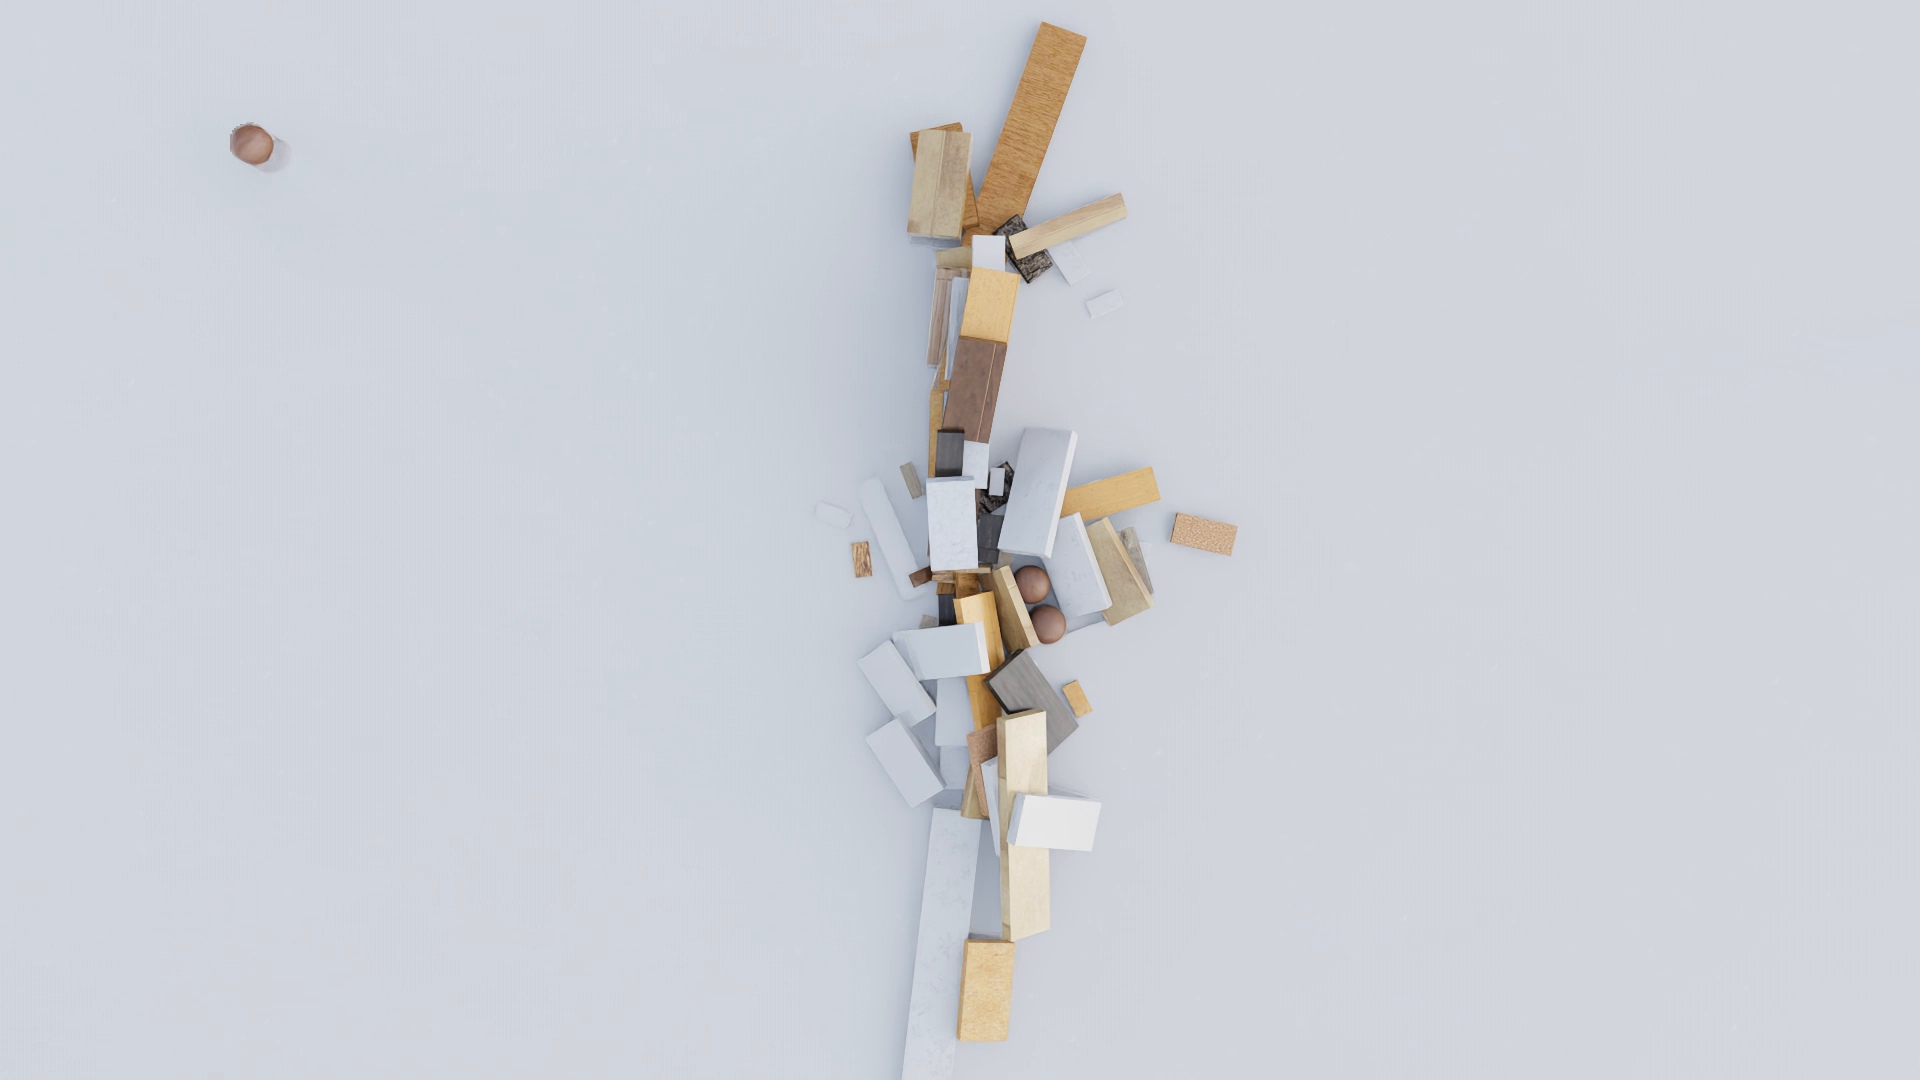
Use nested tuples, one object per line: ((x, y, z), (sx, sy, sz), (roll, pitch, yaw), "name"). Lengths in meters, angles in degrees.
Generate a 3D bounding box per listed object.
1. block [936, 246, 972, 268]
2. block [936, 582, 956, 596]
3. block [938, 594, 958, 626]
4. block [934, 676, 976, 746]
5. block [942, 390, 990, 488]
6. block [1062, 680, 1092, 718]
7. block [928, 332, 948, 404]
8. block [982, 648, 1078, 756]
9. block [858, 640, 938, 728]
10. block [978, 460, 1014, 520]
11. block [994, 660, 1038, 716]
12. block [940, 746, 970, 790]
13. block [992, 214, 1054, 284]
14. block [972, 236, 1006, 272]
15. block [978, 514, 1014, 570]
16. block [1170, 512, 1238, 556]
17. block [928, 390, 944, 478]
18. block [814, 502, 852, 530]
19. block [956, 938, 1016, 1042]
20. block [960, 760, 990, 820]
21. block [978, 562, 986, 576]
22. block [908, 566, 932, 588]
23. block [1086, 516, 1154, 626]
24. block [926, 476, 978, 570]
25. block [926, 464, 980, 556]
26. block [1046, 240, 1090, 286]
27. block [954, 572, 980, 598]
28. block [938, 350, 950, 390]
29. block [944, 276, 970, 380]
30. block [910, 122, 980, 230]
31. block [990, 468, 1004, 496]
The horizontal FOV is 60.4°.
((0.020, -0.802, 5.422), (0.160, 0.045, 0.320), (-8, 111, 0), "block")
((-0.030, 0.168, 5.493), (0.094, 0.013, 0.047), (10, 90, 0), "block")
((-0.031, 0.258, 5.481), (0.079, 0.022, 0.158), (-1, 95, 1), "block")
((-0.010, 0.546, 5.445), (0.132, 0.037, 0.265), (3, 86, 0), "block")
((0.017, -0.325, 5.338), (0.154, 0.044, 0.309), (2, 102, -4), "block")
((0.391, 0.530, 5.492), (0.058, 0.016, 0.115), (-27, 90, 0), "block")
((0.017, -0.584, 5.407), (0.163, 0.046, 0.327), (14, 111, -9), "block")
((0.234, 0.537, 5.411), (0.165, 0.047, 0.329), (-40, 106, -18), "block")
((-0.208, 0.481, 5.444), (0.139, 0.039, 0.278), (-35, 90, 35), "block")
((0.090, -0.151, 5.484), (0.232, 0.033, 0.116), (-33, 90, 0), "block")
((0.205, 0.546, 5.445), (0.138, 0.039, 0.275), (-10, 94, -24), "block")
((0.001, 0.693, 5.481), (0.132, 0.037, 0.265), (1, 90, 0), "block")
((0.208, -0.962, 5.452), (0.103, 0.029, 0.205), (-39, 105, -9), "block")
((0.090, -0.868, 5.271), (0.103, 0.029, 0.205), (0, 90, -9), "block")
((0.117, 0.008, 5.456), (0.086, 0.024, 0.173), (-13, 93, 3), "block")
((0.811, -0.019, 5.486), (0.204, 0.029, 0.102), (13, 90, 0), "block")
((-0.023, -0.338, 5.406), (0.154, 0.044, 0.309), (1, 112, -3), "block")
((-0.424, -0.081, 5.492), (0.115, 0.016, 0.058), (21, 90, 0), "block")
((0.085, 1.488, 5.453), (0.163, 0.046, 0.327), (5, 91, -17), "block")
((0.086, 0.786, 5.430), (0.132, 0.037, 0.265), (13, 85, -39), "block")
((0.059, 0.069, 5.493), (0.047, 0.013, 0.094), (-20, 90, 0), "block")
((-0.121, 0.120, 5.471), (0.095, 0.013, 0.047), (-23, 90, -29), "block")
((0.487, 0.105, 5.418), (0.163, 0.046, 0.327), (-28, 92, 30), "block")
((-0.025, -0.053, 5.349), (0.154, 0.044, 0.308), (-3, 113, -1), "block")
((-0.018, -0.095, 5.428), (0.154, 0.044, 0.309), (5, 101, -5), "block")
((0.357, -0.934, 5.489), (0.080, 0.023, 0.159), (-33, 90, 0), "block")
((0.026, 0.177, 5.461), (0.079, 0.022, 0.158), (-7, 97, -33), "block")
((0.008, -0.449, 5.411), (0.163, 0.046, 0.327), (5, 112, -5), "block")
((0.047, -0.671, 5.303), (0.163, 0.046, 0.327), (4, 89, -9), "block")
((-0.050, -1.191, 5.450), (0.172, 0.049, 0.344), (-11, 85, 8), "block")
((0.123, -0.193, 5.461), (0.045, 0.013, 0.091), (5, 90, 0), "block")
